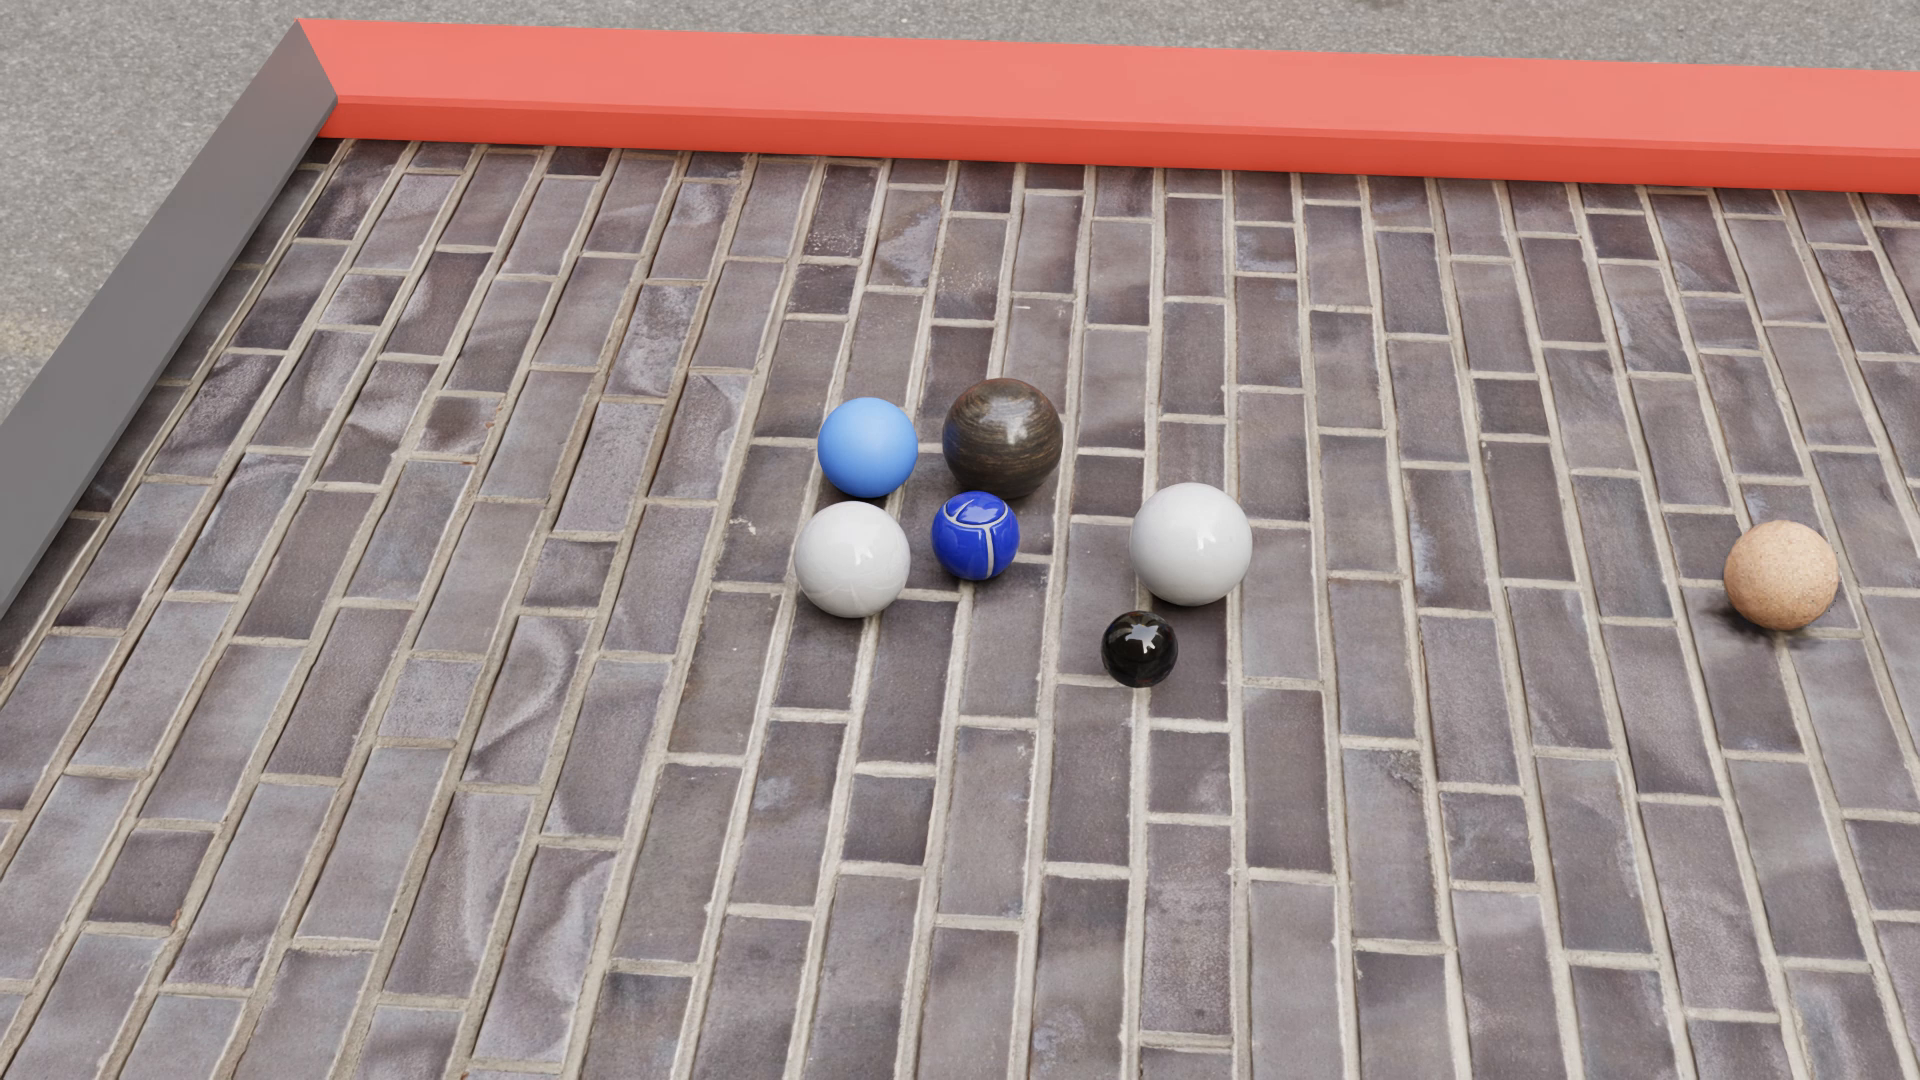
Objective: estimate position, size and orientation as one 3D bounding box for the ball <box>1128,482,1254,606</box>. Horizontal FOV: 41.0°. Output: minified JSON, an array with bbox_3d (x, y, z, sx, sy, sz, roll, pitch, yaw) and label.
[{"bbox_3d":[0.170,0.003,1.896,0.092,0.092,0.092,0,35,0],"label":"ball"}]

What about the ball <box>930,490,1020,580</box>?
[{"bbox_3d":[0.012,-0.003,1.927,0.068,0.068,0.068,0,35,0],"label":"ball"}]

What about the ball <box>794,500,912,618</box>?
[{"bbox_3d":[-0.079,0.014,1.885,0.086,0.086,0.086,0,35,0],"label":"ball"}]

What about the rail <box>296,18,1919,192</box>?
[{"bbox_3d":[0.759,-0.379,2.419,2.822,0.124,0.045,3,35,4],"label":"rail"}]

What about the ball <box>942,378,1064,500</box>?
[{"bbox_3d":[0.033,-0.079,2.012,0.096,0.096,0.096,0,35,0],"label":"ball"}]

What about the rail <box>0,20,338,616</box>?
[{"bbox_3d":[-0.680,-0.050,1.944,0.045,0.124,1.429,3,35,4],"label":"rail"}]

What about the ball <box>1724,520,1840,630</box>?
[{"bbox_3d":[0.600,0.026,1.874,0.080,0.080,0.080,0,35,0],"label":"ball"}]

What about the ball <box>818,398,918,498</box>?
[{"bbox_3d":[-0.073,-0.073,2.017,0.080,0.080,0.080,0,35,0],"label":"ball"}]

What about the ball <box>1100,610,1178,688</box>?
[{"bbox_3d":[0.127,0.078,1.821,0.055,0.055,0.055,0,35,0],"label":"ball"}]
